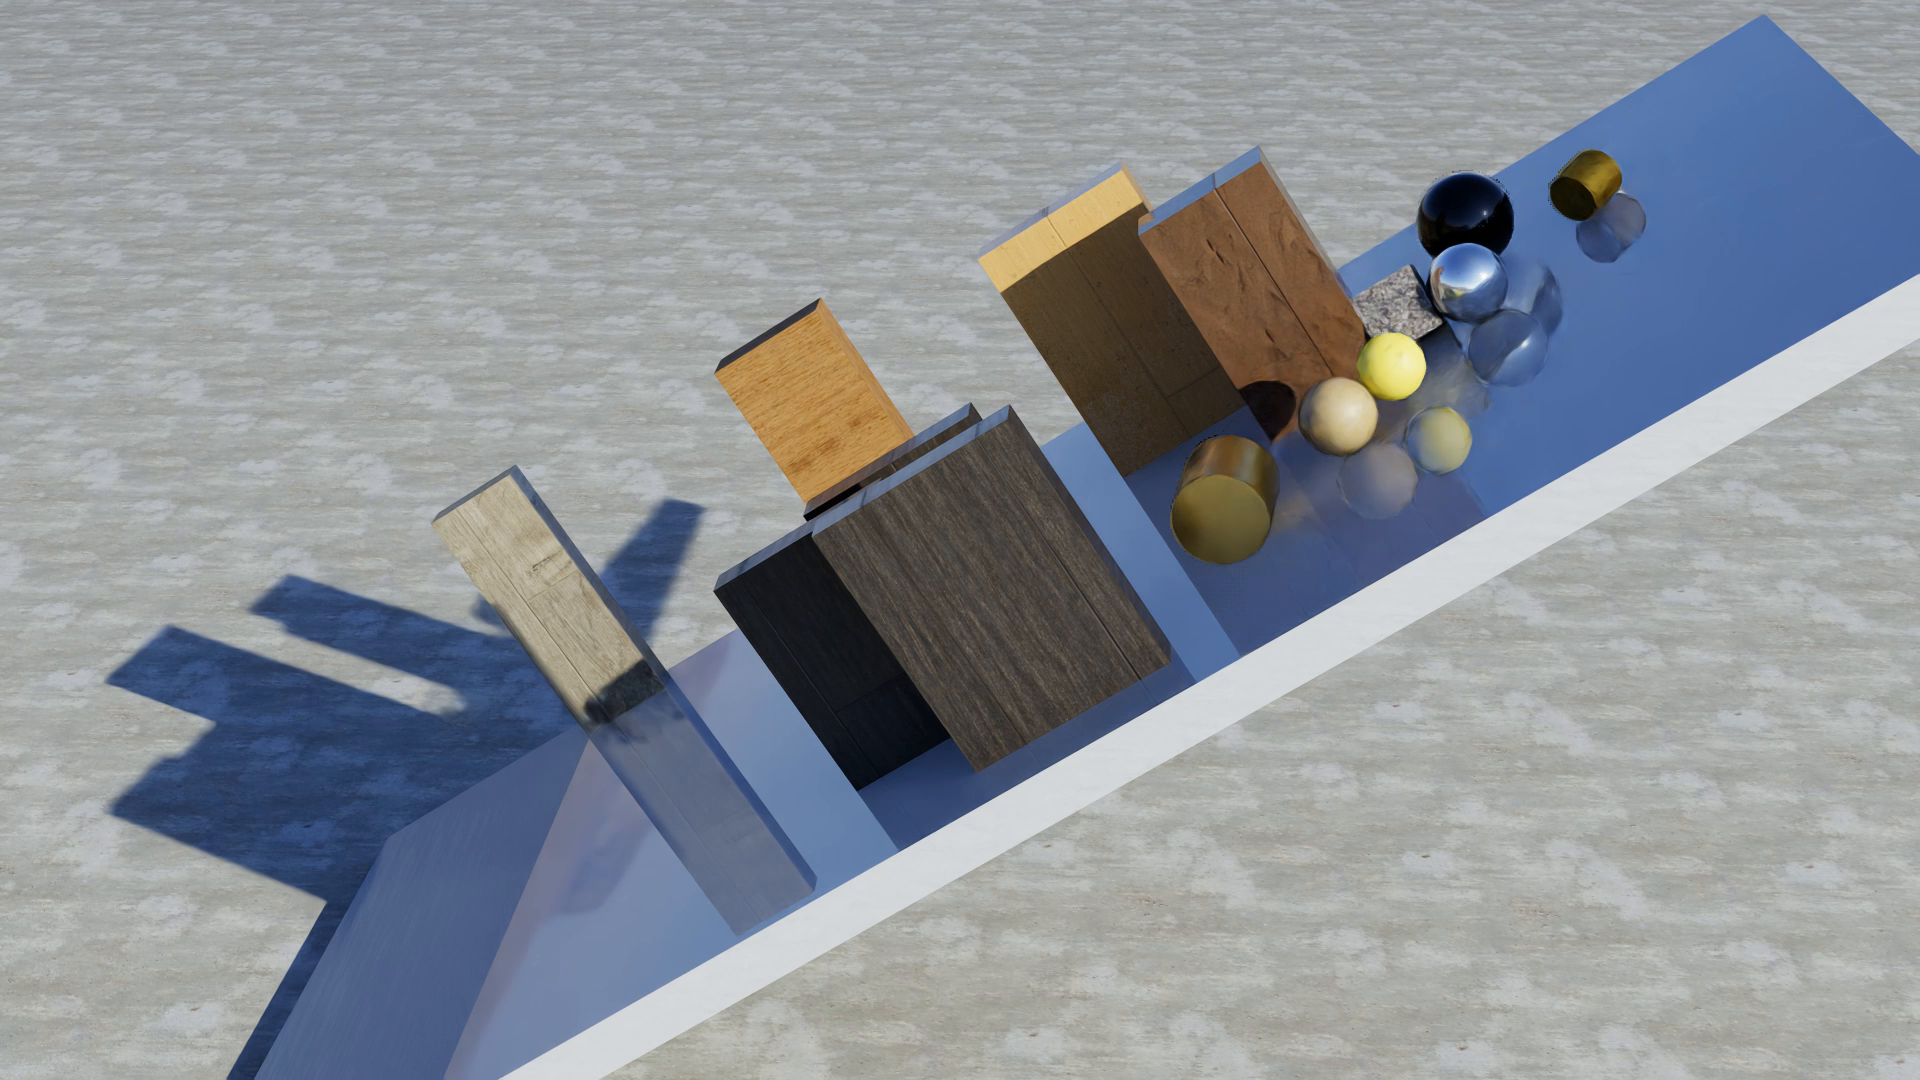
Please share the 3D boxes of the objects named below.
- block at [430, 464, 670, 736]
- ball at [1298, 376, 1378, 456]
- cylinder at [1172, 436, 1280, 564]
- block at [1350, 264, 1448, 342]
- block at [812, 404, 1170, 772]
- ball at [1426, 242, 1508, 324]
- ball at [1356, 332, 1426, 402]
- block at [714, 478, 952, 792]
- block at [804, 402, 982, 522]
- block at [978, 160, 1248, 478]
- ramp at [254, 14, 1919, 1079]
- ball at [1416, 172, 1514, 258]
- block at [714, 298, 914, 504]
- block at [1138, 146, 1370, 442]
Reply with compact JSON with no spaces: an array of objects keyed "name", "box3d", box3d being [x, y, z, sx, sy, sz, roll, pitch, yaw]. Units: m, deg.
[{"name":"block","box3d":[-1.016,0.152,7.320,0.242,0.664,0.084,-31,15,14]},{"name":"ball","box3d":[0.744,-0.244,5.795,0.157,0.157,0.157,0,20,0]},{"name":"cylinder","box3d":[0.517,-0.078,5.702,0.189,0.189,0.189,4,26,11]},{"name":"block","box3d":[0.912,-0.475,6.112,0.141,0.141,0.141,-31,-3,14]},{"name":"block","box3d":[0.061,0.094,5.430,0.427,0.554,0.092,-31,15,14]},{"name":"ball","box3d":[1.040,-0.527,6.028,0.165,0.165,0.165,0,20,0]},{"name":"ball","box3d":[0.853,-0.343,5.824,0.136,0.136,0.136,0,20,0]},{"name":"block","box3d":[-0.178,0.188,5.750,0.384,0.501,0.087,-31,15,14]},{"name":"block","box3d":[-0.007,0.040,5.847,0.389,0.500,0.089,-31,15,14]},{"name":"block","box3d":[0.359,-0.484,6.502,0.371,0.596,0.098,-31,15,14]},{"name":"ramp","box3d":[0.139,0.171,6.295,4.000,0.100,2.000,-31,15,14]},{"name":"ball","box3d":[1.086,-0.685,6.319,0.208,0.208,0.208,0,20,0]},{"name":"block","box3d":[-0.230,-0.169,6.561,0.271,0.707,0.106,-31,15,14]},{"name":"block","box3d":[0.636,-0.510,6.129,0.293,0.528,0.145,-31,15,14]}]
